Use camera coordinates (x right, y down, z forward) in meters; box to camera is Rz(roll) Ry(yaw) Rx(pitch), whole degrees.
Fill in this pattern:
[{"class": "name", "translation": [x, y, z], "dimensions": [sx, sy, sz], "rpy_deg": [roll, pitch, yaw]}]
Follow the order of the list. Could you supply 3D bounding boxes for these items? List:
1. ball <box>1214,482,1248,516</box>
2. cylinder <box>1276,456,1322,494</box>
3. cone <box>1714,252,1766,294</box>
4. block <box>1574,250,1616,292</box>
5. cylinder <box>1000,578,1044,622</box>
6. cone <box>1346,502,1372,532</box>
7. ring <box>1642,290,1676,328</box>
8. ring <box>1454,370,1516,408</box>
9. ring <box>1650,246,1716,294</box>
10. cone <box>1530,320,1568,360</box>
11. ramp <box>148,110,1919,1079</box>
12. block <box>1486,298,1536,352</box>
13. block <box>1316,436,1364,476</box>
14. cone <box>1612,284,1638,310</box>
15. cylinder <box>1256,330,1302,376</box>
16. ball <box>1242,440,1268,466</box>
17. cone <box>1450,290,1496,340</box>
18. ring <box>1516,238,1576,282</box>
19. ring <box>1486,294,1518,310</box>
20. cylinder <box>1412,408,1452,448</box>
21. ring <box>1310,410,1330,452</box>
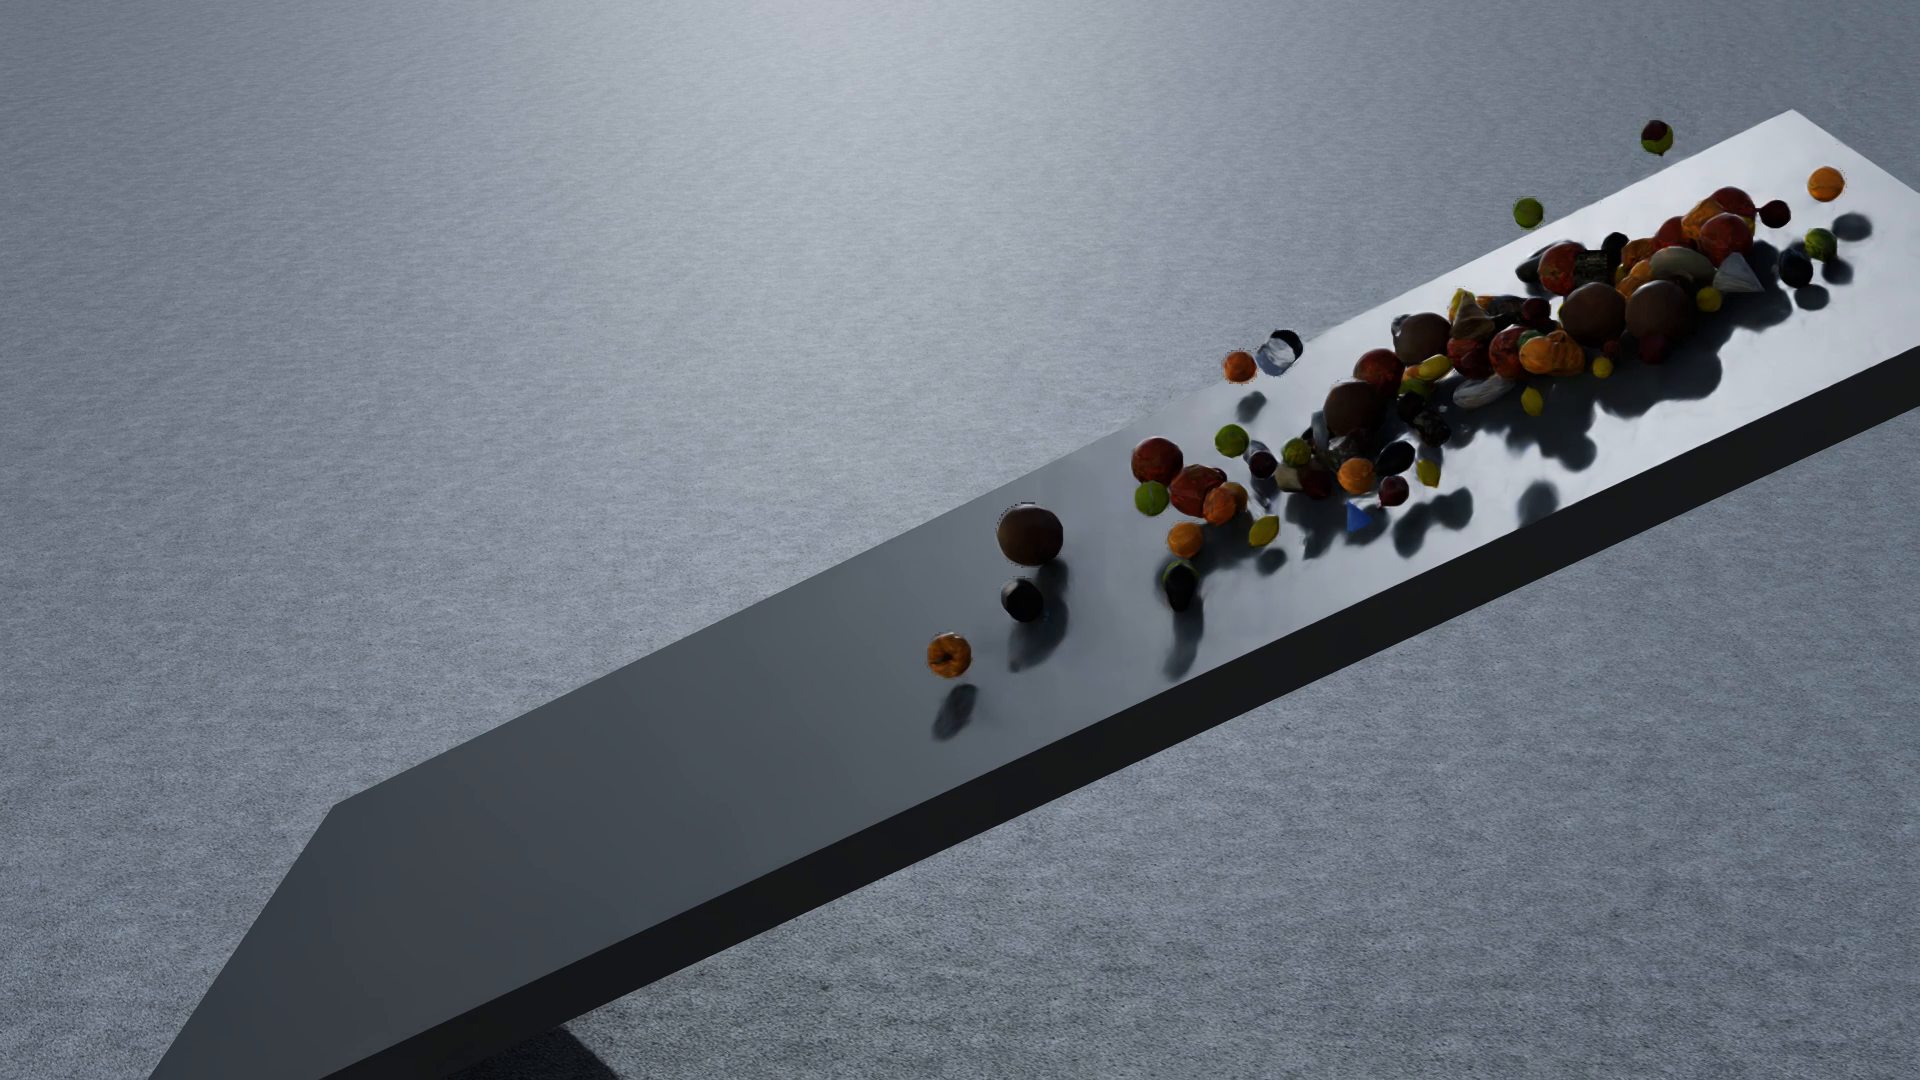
[{"class": "ball", "translation": [0.556, -0.084, 6.034], "dimensions": [0.070, 0.070, 0.070], "rpy_deg": [0, 17, 0]}, {"class": "cylinder", "translation": [0.687, -0.132, 5.960], "dimensions": [0.068, 0.068, 0.068], "rpy_deg": [-12, 3, -35]}, {"class": "cone", "translation": [1.531, -0.502, 5.721], "dimensions": [0.090, 0.090, 0.090], "rpy_deg": [-15, 38, -40]}, {"class": "block", "translation": [1.298, -0.550, 6.013], "dimensions": [0.068, 0.068, 0.068], "rpy_deg": [1, -8, 28]}, {"class": "cylinder", "translation": [0.128, 0.125, 6.073], "dimensions": [0.077, 0.077, 0.077], "rpy_deg": [-2, 10, -8]}, {"class": "cone", "translation": [0.747, -0.052, 5.582], "dimensions": [0.054, 0.054, 0.054], "rpy_deg": [-26, 14, 7]}, {"class": "ring", "translation": [1.380, -0.456, 5.804], "dimensions": [0.030, 0.089, 0.089], "rpy_deg": [41, 33, 18]}, {"class": "ring", "translation": [1.056, -0.304, 5.924], "dimensions": [0.131, 0.044, 0.131], "rpy_deg": [-23, 11, 5]}, {"class": "ring", "translation": [1.446, -0.540, 5.880], "dimensions": [0.136, 0.045, 0.136], "rpy_deg": [21, -18, 7]}, {"class": "cone", "translation": [1.222, -0.408, 6.001], "dimensions": [0.083, 0.083, 0.083], "rpy_deg": [14, 11, 39]}, {"class": "ramp", "translation": [0.139, 0.168, 6.281], "dimensions": [4.000, 0.100, 2.000], "rpy_deg": [-25, 14, 10]}, {"class": "block", "translation": [1.143, -0.448, 6.127], "dimensions": [0.082, 0.082, 0.082], "rpy_deg": [-28, -12, 33]}, {"class": "block", "translation": [0.771, -0.171, 5.962], "dimensions": [0.058, 0.058, 0.058], "rpy_deg": [-35, 15, -26]}, {"class": "cone", "translation": [1.369, -0.484, 6.012], "dimensions": [0.056, 0.056, 0.056], "rpy_deg": [-3, 36, -9]}, {"class": "cylinder", "translation": [0.680, -0.399, 6.271], "dimensions": [0.077, 0.077, 0.077], "rpy_deg": [-6, -18, -19]}, {"class": "ball", "translation": [0.632, -0.187, 6.294], "dimensions": [0.056, 0.056, 0.056], "rpy_deg": [0, 17, 0]}, {"class": "cone", "translation": [0.992, -0.449, 5.735], "dimensions": [0.090, 0.090, 0.090], "rpy_deg": [-6, -22, -2]}, {"class": "ring", "translation": [1.313, -0.626, 6.582], "dimensions": [0.148, 0.049, 0.148], "rpy_deg": [-30, 6, 3]}, {"class": "ring", "translation": [1.160, -0.470, 6.214], "dimensions": [0.103, 0.103, 0.034], "rpy_deg": [-2, -16, -8]}, {"class": "cylinder", "translation": [0.901, -0.213, 5.620], "dimensions": [0.054, 0.054, 0.054], "rpy_deg": [-11, 51, -32]}, {"class": "ring", "translation": [0.724, -0.220, 5.912], "dimensions": [0.029, 0.086, 0.086], "rpy_deg": [-11, 16, 5]}]
